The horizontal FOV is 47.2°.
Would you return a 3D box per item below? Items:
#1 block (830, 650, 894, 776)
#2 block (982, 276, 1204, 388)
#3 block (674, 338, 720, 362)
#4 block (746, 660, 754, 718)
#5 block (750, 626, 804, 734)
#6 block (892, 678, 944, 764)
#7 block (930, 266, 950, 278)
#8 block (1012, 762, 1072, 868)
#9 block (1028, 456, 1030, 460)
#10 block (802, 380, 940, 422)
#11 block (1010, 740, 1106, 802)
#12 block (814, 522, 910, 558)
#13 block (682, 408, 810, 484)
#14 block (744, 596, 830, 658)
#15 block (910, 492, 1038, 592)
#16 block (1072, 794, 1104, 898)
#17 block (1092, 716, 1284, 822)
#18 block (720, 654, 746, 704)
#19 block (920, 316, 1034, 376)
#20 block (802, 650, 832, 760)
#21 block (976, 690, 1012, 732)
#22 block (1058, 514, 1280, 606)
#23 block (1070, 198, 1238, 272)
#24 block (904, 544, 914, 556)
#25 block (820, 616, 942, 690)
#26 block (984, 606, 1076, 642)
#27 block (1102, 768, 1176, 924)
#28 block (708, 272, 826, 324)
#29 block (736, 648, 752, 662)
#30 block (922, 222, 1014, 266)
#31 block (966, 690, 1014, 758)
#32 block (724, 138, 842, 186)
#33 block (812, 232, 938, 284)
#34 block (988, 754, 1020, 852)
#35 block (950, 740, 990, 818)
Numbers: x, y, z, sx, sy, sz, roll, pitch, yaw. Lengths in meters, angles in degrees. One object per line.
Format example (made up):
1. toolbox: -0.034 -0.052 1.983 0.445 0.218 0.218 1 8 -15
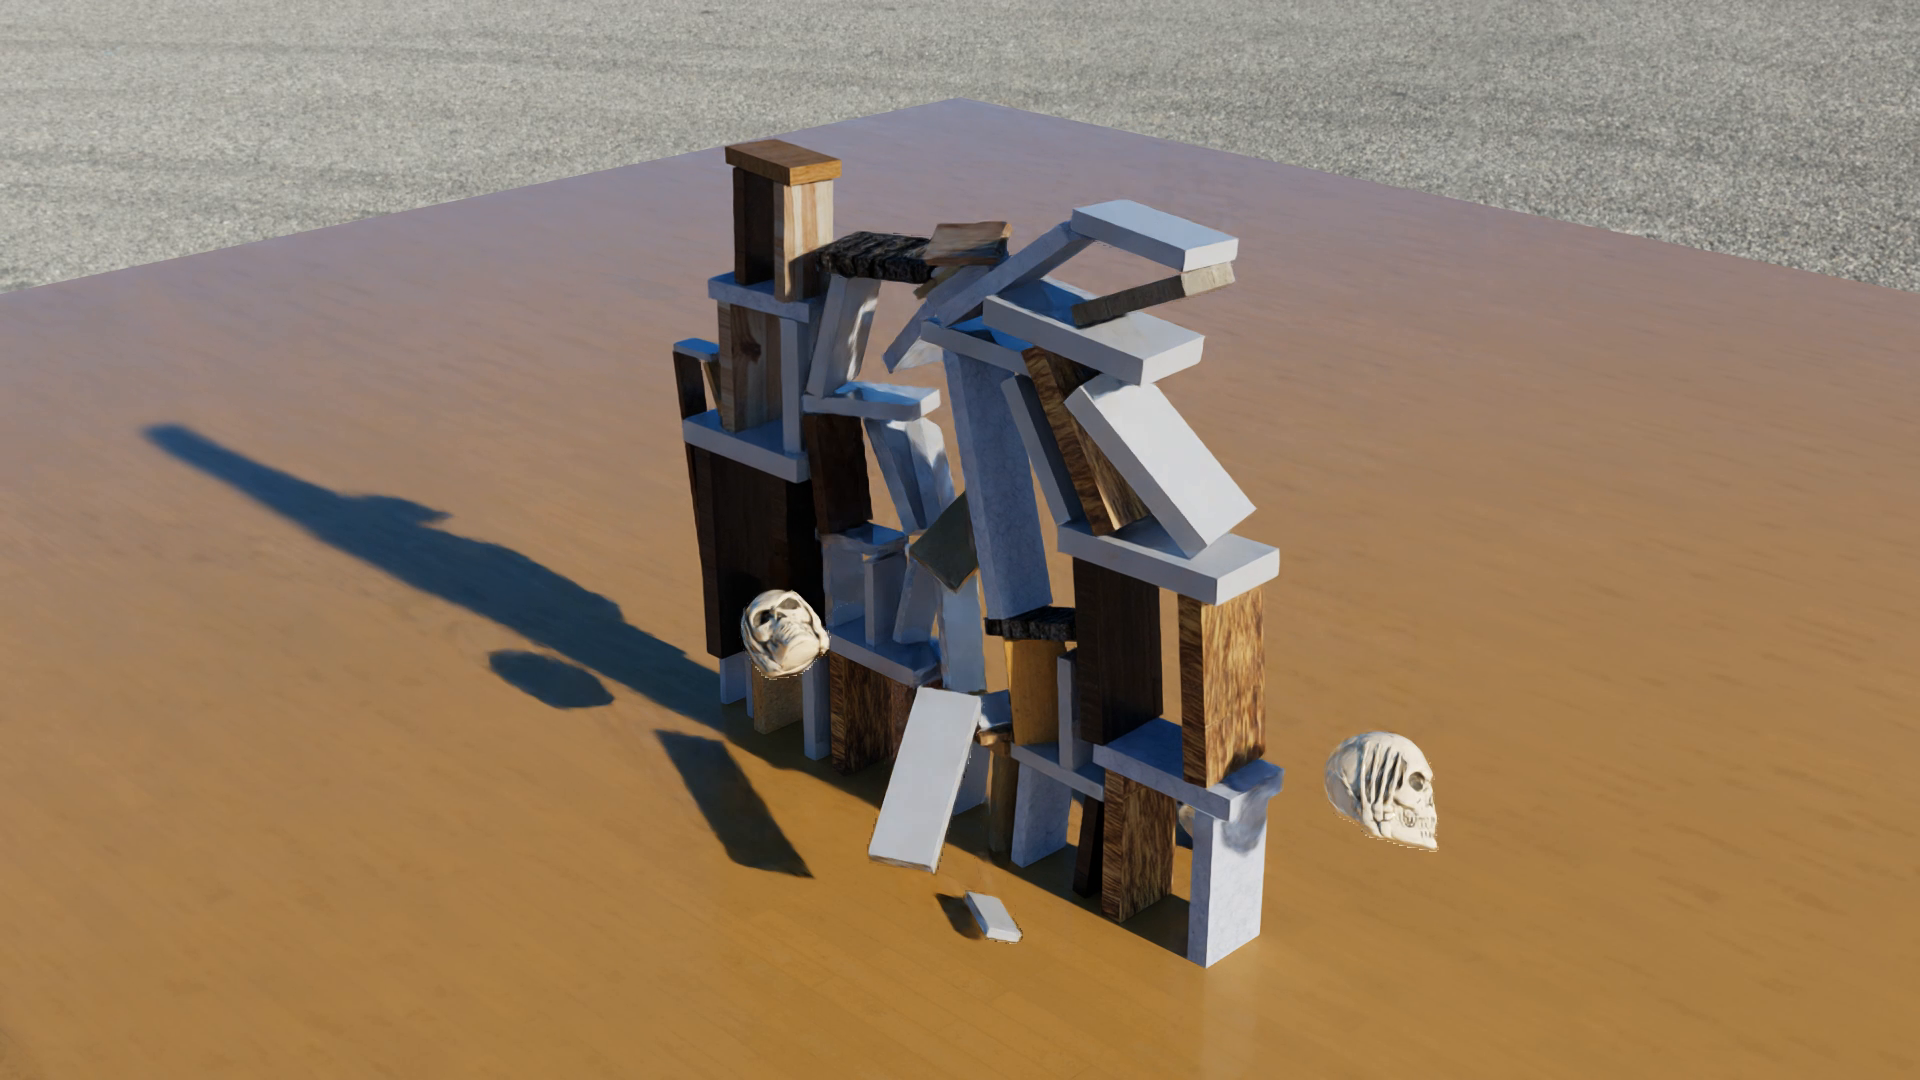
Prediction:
1. block: -0.204 0.341 4.597 0.141 0.282 0.040 -21 31 -41
2. block: 0.227 -0.363 3.795 0.347 0.049 0.174 25 33 34
3. block: -0.543 -0.402 4.639 0.117 0.017 0.059 19 30 40
4. block: -0.438 0.317 4.838 0.019 0.137 0.068 21 31 41
5. block: -0.391 0.286 4.769 0.035 0.248 0.124 21 31 41
6. block: -0.072 0.392 4.475 0.040 0.282 0.141 21 31 41
7. block: 0.002 -0.511 4.002 0.062 0.017 0.123 -25 -3 -36
8. block: 0.161 0.510 4.252 0.118 0.236 0.033 -21 37 -38
9. block: 0.124 -0.175 4.229 0.051 0.015 0.103 31 76 30
10. block: -0.177 -0.279 4.380 0.244 0.035 0.122 7 22 25
11. block: 0.220 0.414 4.131 0.118 0.033 0.236 -21 31 -39
12. block: -0.198 -0.007 4.443 0.182 0.026 0.091 16 27 41
13. block: -0.392 -0.208 4.555 0.353 0.050 0.176 20 30 40
14. block: -0.331 0.178 4.660 0.124 0.035 0.248 -21 31 -40
15. block: 0.026 -0.025 4.274 0.120 0.034 0.240 40 74 11
16. block: 0.277 0.552 4.154 0.118 0.236 0.033 -21 38 -40
17. block: 0.408 0.405 3.952 0.311 0.044 0.156 21 30 40
18. block: -0.502 0.292 4.898 0.019 0.137 0.068 21 31 41
19. block: 0.074 -0.358 3.976 0.272 0.039 0.136 22 28 39
20. block: -0.274 0.332 4.661 0.035 0.248 0.124 21 31 41
21. block: 0.078 0.323 4.204 0.130 0.018 0.065 -11 60 -31
22. block: 0.361 0.017 3.840 0.352 0.050 0.176 20 30 40
23. block: 0.320 -0.506 3.635 0.128 0.036 0.256 -18 33 -39
24. block: -0.017 0.032 4.363 0.172 0.024 0.086 11 7 41
25. block: -0.138 0.218 4.474 0.282 0.040 0.141 21 31 41
26. block: 0.165 0.153 4.053 0.224 0.032 0.112 2 14 44
27. block: 0.335 0.541 4.086 0.044 0.311 0.156 21 31 41
28. block: -0.358 -0.495 4.410 0.276 0.039 0.138 18 29 36
29. block: -0.470 0.233 4.838 0.137 0.019 0.068 21 31 41
30. block: 0.014 -0.527 3.913 0.155 0.022 0.077 4 61 36
31. block: 0.055 0.351 4.293 0.116 0.033 0.231 -18 29 -36
32. block: -0.346 -0.738 4.285 0.117 0.033 0.235 -16 28 -34
33. block: -0.129 -0.536 4.168 0.274 0.039 0.137 12 30 36
34. block: 0.120 0.497 4.291 0.116 0.231 0.033 -9 31 -19
35. block: 0.007 0.444 4.416 0.116 0.231 0.033 -20 38 -38
